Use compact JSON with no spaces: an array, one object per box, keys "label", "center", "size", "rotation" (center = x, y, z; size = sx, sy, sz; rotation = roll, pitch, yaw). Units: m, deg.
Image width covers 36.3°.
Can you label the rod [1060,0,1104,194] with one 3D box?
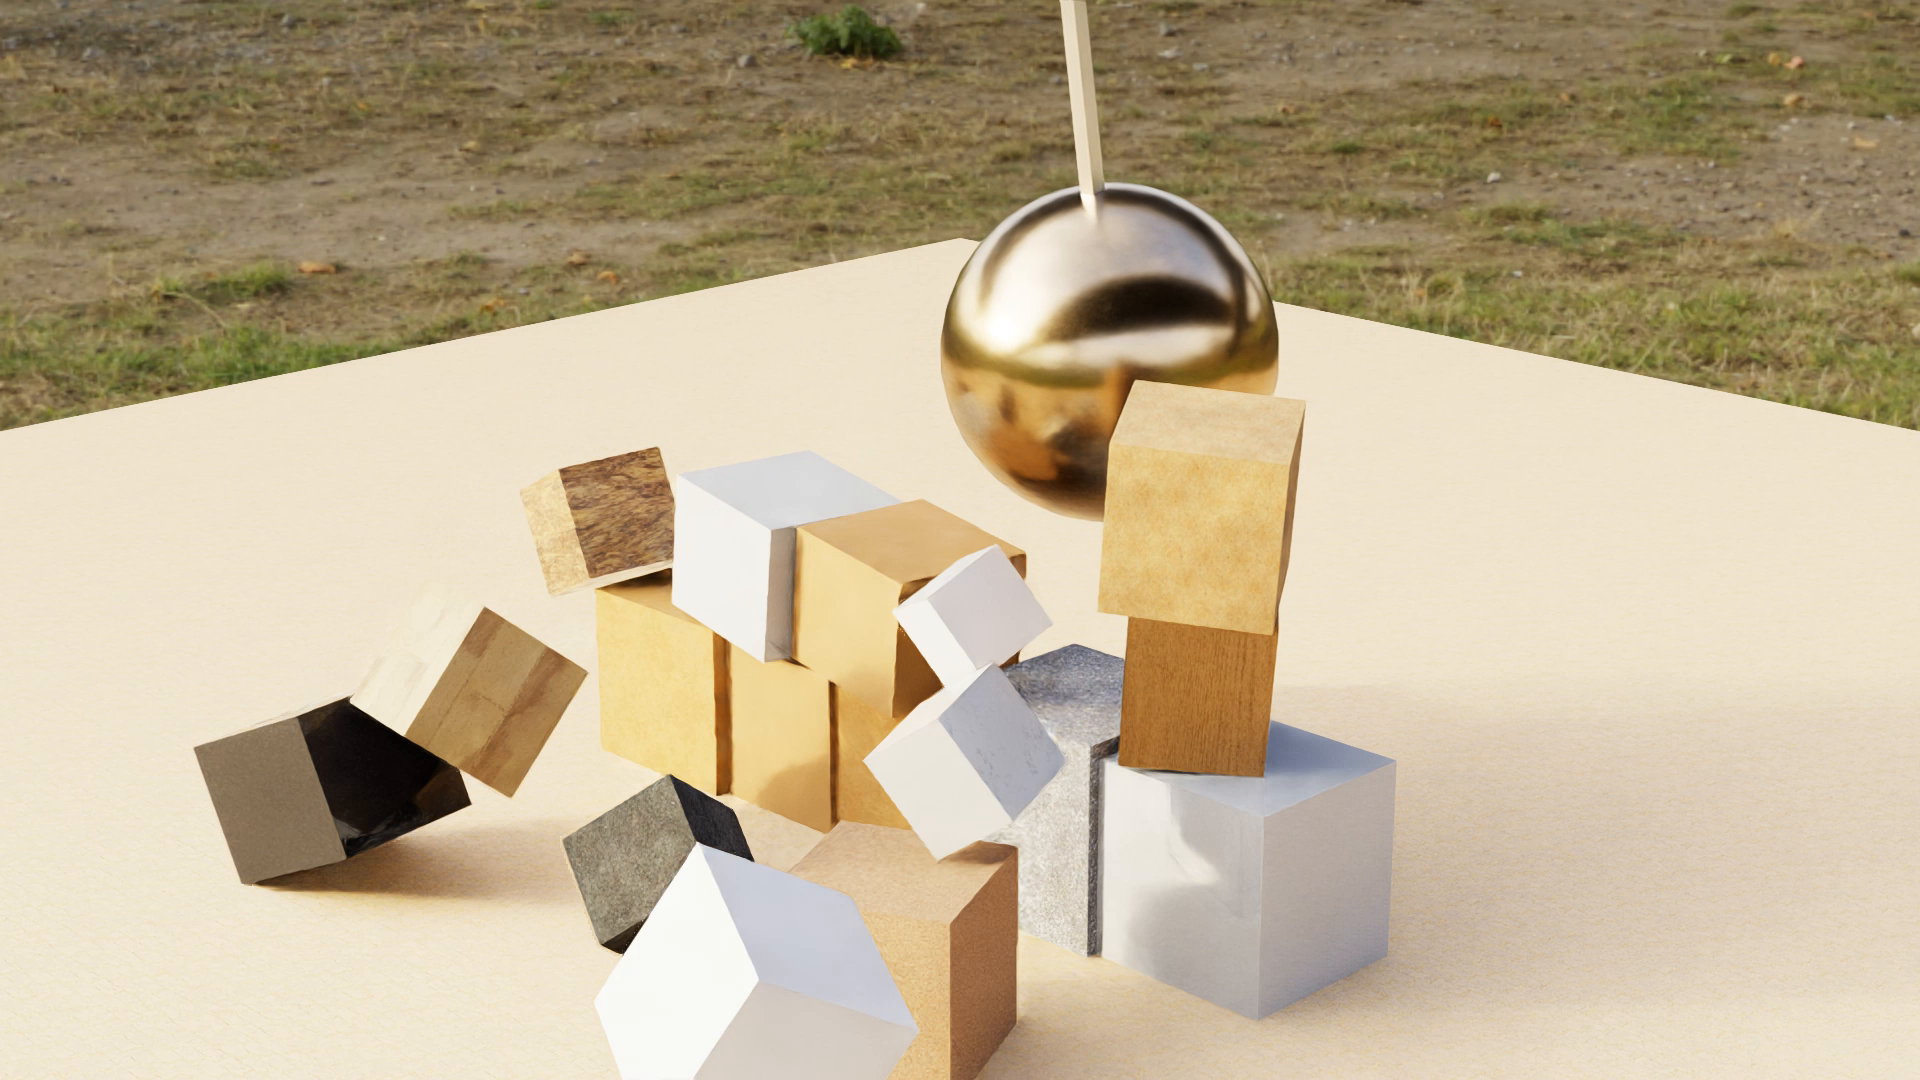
[{"label":"rod","center":[0.305,-3.960,12.417],"size":[0.080,5.200,0.080],"rotation":[17,34,42]}]

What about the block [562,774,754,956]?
[{"label":"block","center":[-1.176,1.355,11.828],"size":[0.531,0.497,0.543],"rotation":[-32,-30,11]}]

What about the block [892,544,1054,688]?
[{"label":"block","center":[0.053,0.339,12.848],"size":[0.419,0.427,0.430],"rotation":[-37,6,-23]}]

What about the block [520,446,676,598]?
[{"label":"block","center":[-1.810,-0.088,14.925],"size":[0.565,0.572,0.545],"rotation":[-14,-4,-31]}]

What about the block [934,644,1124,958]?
[{"label":"block","center":[0.539,1.138,13.099],"size":[0.931,0.974,0.918],"rotation":[17,24,42]}]

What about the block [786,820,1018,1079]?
[{"label":"block","center":[-0.262,1.679,11.686],"size":[0.766,0.790,0.788],"rotation":[6,19,19]}]

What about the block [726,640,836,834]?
[{"label":"block","center":[-0.610,0.864,14.255],"size":[0.733,0.804,0.737],"rotation":[-17,24,-42]}]

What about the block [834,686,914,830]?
[{"label":"block","center":[-0.055,1.049,13.752],"size":[0.696,0.751,0.802],"rotation":[-17,24,-42]}]

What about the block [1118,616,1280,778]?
[{"label":"block","center":[1.001,0.514,12.333],"size":[0.607,0.704,0.625],"rotation":[4,26,3]}]

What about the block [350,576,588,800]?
[{"label":"block","center":[-2.178,0.653,13.019],"size":[0.633,0.655,0.562],"rotation":[37,-10,-37]}]

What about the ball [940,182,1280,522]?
[{"label":"ball","center":[0.704,-0.881,13.802],"size":[1.600,1.600,1.600],"rotation":[0,17,0]}]

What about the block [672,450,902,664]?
[{"label":"block","center":[-0.835,0.067,14.167],"size":[0.773,0.676,0.813],"rotation":[-12,27,-36]}]

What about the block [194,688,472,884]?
[{"label":"block","center":[-2.860,1.077,13.375],"size":[0.788,0.666,0.764],"rotation":[-16,4,39]}]

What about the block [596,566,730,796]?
[{"label":"block","center":[-1.192,0.655,14.824],"size":[0.895,0.861,0.905],"rotation":[-17,24,-42]}]

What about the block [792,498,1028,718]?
[{"label":"block","center":[-0.243,0.305,13.635],"size":[0.735,0.663,0.786],"rotation":[-13,27,-37]}]

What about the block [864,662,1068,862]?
[{"label":"block","center":[0.024,0.879,11.665],"size":[0.450,0.501,0.480],"rotation":[-32,7,39]}]

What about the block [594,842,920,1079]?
[{"label":"block","center":[-0.741,1.703,10.492],"size":[0.688,0.750,0.809],"rotation":[24,18,-32]}]

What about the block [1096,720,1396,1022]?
[{"label":"block","center":[1.216,1.360,12.511],"size":[0.881,0.903,0.896],"rotation":[-17,24,-42]}]

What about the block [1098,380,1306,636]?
[{"label":"block","center":[0.993,-0.141,12.009],"size":[0.715,0.754,0.677],"rotation":[7,26,9]}]
